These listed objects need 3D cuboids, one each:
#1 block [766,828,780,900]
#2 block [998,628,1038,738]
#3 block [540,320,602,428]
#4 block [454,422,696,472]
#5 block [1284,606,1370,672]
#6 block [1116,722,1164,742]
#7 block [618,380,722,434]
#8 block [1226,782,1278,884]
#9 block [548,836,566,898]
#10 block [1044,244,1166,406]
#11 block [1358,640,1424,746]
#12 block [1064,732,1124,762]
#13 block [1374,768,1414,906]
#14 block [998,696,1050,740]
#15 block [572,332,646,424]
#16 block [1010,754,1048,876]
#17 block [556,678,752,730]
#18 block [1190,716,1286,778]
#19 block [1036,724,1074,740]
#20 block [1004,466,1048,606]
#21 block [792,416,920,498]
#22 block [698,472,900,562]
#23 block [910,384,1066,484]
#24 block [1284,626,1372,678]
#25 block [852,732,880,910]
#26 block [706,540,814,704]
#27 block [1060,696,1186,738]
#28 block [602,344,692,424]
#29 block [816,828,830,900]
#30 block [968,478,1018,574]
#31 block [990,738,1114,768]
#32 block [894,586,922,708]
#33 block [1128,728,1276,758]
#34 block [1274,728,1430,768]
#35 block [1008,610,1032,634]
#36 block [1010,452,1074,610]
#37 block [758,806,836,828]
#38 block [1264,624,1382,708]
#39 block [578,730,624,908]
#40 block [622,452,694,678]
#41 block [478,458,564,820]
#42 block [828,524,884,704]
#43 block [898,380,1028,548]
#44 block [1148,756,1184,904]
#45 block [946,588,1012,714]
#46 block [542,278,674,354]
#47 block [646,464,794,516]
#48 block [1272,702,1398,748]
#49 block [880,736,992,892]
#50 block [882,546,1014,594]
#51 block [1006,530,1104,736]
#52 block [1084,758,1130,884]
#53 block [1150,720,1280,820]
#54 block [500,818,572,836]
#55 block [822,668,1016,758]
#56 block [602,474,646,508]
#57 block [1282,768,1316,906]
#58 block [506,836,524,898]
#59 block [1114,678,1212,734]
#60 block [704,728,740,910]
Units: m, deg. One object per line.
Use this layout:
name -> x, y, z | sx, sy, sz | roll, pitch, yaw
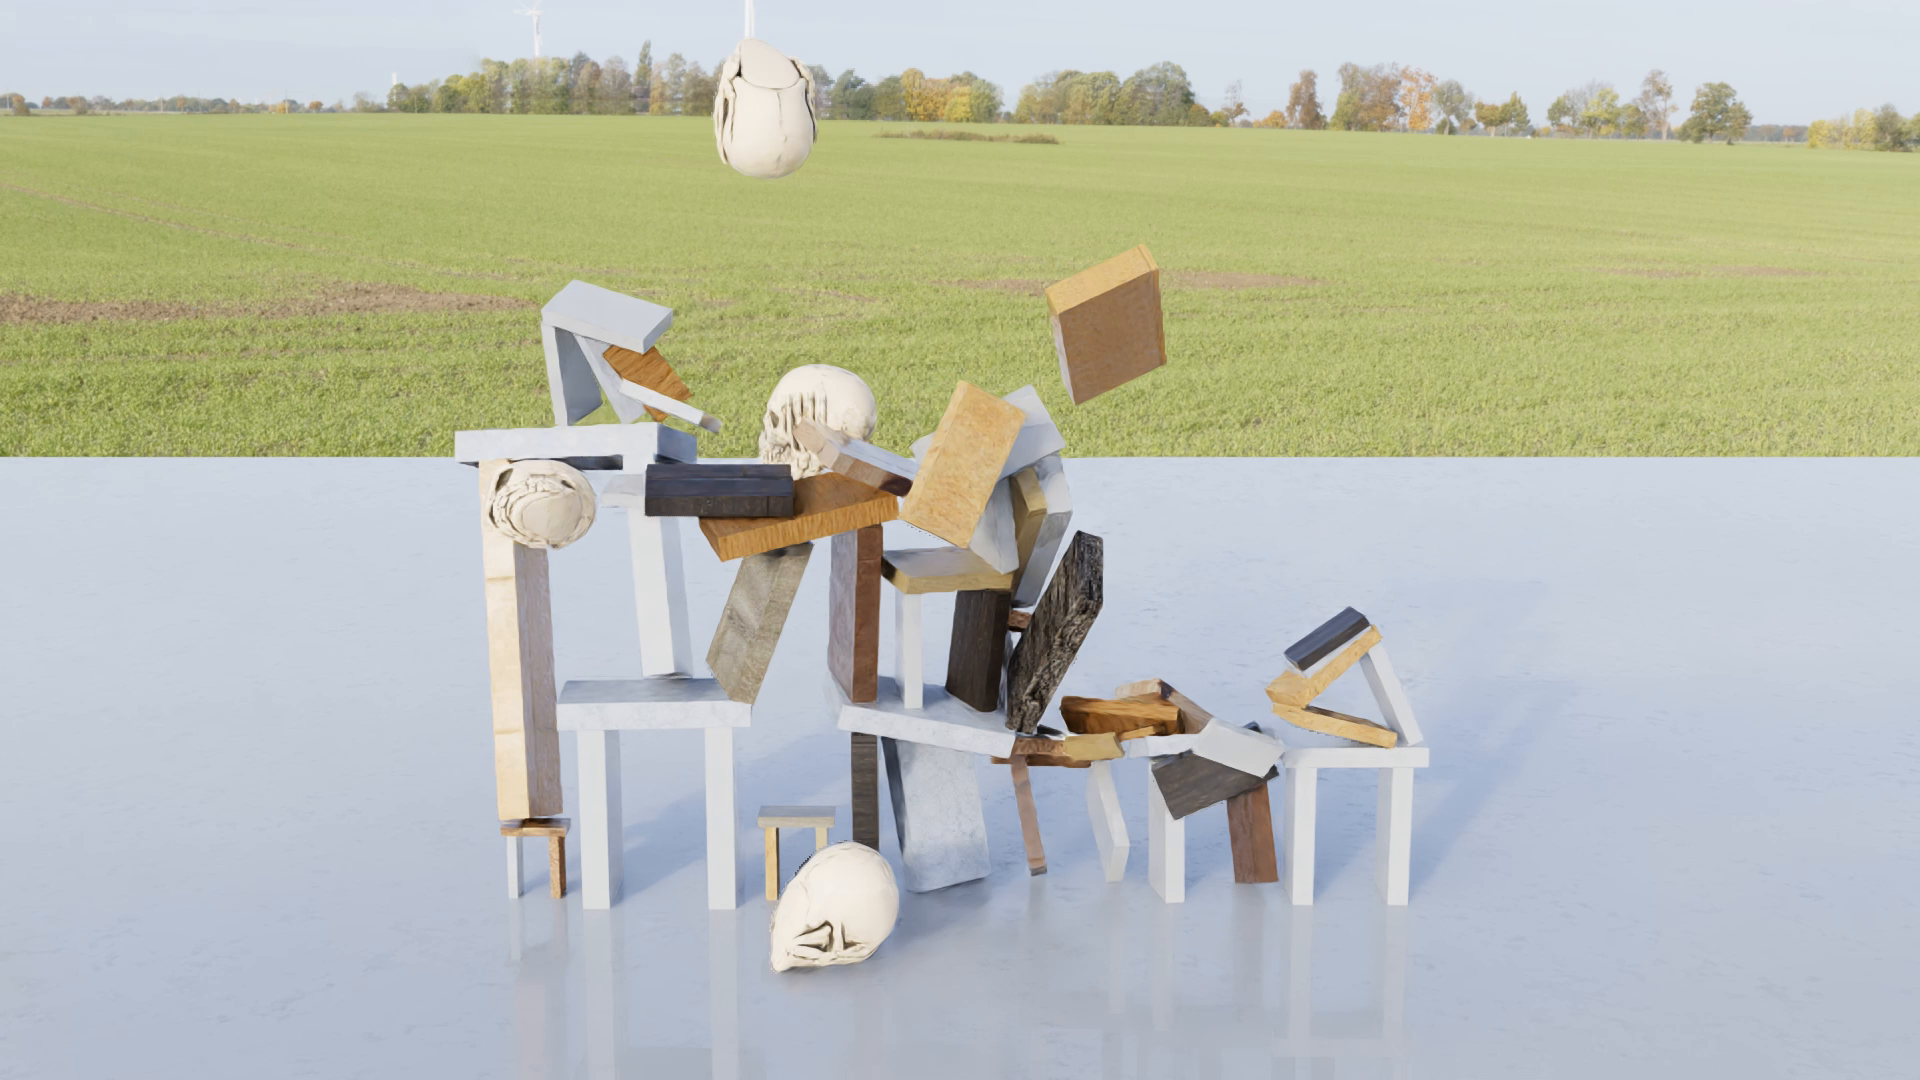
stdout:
block -> -0.312, 0.528, 3.658 | 0.018, 0.125, 0.063 | 0, 11, 0
block -> 0.087, 0.252, 3.792 | 0.027, 0.188, 0.094 | -13, -10, -12
block -> -0.636, -0.288, 3.606 | 0.026, 0.186, 0.093 | 13, 34, 26
block -> -0.646, -0.153, 3.709 | 0.359, 0.051, 0.180 | -2, -5, 14
block -> 0.586, 0.158, 3.517 | 0.132, 0.019, 0.066 | -34, 16, -3
block -> 0.292, 0.326, 3.693 | 0.094, 0.013, 0.047 | -16, -5, 27
block -> -0.437, -0.201, 3.324 | 0.145, 0.021, 0.072 | 23, -2, 20
block -> 0.485, 0.462, 3.690 | 0.031, 0.221, 0.110 | -4, -6, -16
block -> -0.670, 0.537, 3.663 | 0.015, 0.107, 0.054 | 0, 11, 1
block -> 0.221, -0.315, 3.268 | 0.157, 0.044, 0.314 | -25, -22, -2
block -> 0.697, 0.241, 3.600 | 0.026, 0.184, 0.092 | -27, 14, -4
block -> 0.225, 0.347, 3.689 | 0.094, 0.047, 0.013 | -8, 38, 29
block -> 0.720, 0.474, 3.651 | 0.033, 0.234, 0.117 | 0, 11, 0
block -> 0.090, 0.329, 3.941 | 0.188, 0.027, 0.094 | 38, 12, 27
block -> -0.554, -0.294, 3.593 | 0.093, 0.186, 0.026 | -37, 20, -31
block -> 0.116, 0.467, 3.735 | 0.027, 0.194, 0.097 | -11, -16, 1
block -> -0.496, 0.267, 3.597 | 0.309, 0.044, 0.154 | -1, 11, -4
block -> 0.435, 0.325, 3.441 | 0.132, 0.066, 0.019 | 21, 32, -21
block -> 0.180, 0.334, 3.741 | 0.094, 0.013, 0.047 | 16, -4, 12
block -> 0.080, -0.014, 3.599 | 0.031, 0.111, 0.362 | -13, -24, -15
block -> -0.110, -0.106, 3.424 | 0.328, 0.032, 0.112 | 20, 17, -46
block -> -0.253, -0.045, 3.423 | 0.287, 0.041, 0.144 | -14, 26, -15
block -> 0.045, -0.145, 3.384 | 0.222, 0.111, 0.031 | -28, -5, -26
block -> 0.592, 0.170, 3.539 | 0.135, 0.019, 0.066 | -37, 16, -12
block -> -0.156, 0.443, 3.631 | 0.042, 0.298, 0.149 | -1, 13, -2
block -> -0.323, 0.102, 3.528 | 0.041, 0.287, 0.144 | 13, 18, -29
block -> 0.278, 0.308, 3.758 | 0.202, 0.026, 0.093 | 5, -29, 17
block -> -0.509, -0.269, 3.583 | 0.072, 0.145, 0.021 | -43, 21, -15
block -> -0.228, 0.528, 3.658 | 0.018, 0.125, 0.063 | 0, 11, 0
block -> 0.041, -0.065, 3.518 | 0.031, 0.222, 0.111 | -23, 36, -23
block -> 0.160, 0.368, 3.803 | 0.194, 0.027, 0.097 | 6, -18, -28
block -> -0.084, 0.157, 3.561 | 0.029, 0.206, 0.103 | -4, 22, -9
block -> 0.404, 0.339, 3.676 | 0.220, 0.031, 0.110 | -3, -6, -12
block -> 0.644, 0.343, 3.628 | 0.234, 0.033, 0.117 | 0, 11, 0
block -> 0.101, 0.143, 3.831 | 0.094, 0.027, 0.188 | 1, -8, 41
block -> 0.116, -0.033, 3.632 | 0.044, 0.157, 0.358 | -7, -25, -13
block -> -0.270, 0.458, 3.645 | 0.125, 0.018, 0.063 | 0, 11, 0
block -> 0.586, 0.200, 3.546 | 0.184, 0.026, 0.092 | -39, 17, -18
block -> -0.595, 0.437, 3.645 | 0.044, 0.309, 0.154 | 0, 11, 0
block -> -0.496, 0.046, 3.625 | 0.051, 0.359, 0.180 | -7, -6, 3
block -> -0.733, 0.168, 3.678 | 0.051, 0.589, 0.180 | -5, -6, 7
block -> -0.169, 0.093, 3.513 | 0.041, 0.299, 0.144 | -5, 23, -19
block -> 0.004, -0.111, 3.265 | 0.112, 0.223, 0.032 | 25, -3, -31
block -> 0.342, 0.480, 3.655 | 0.031, 0.221, 0.110 | -3, 10, -10
block -> 0.029, 0.168, 3.603 | 0.029, 0.206, 0.103 | -8, 23, -37
block -> -0.563, -0.358, 3.517 | 0.186, 0.026, 0.093 | 18, 45, 17
block -> -0.369, -0.077, 3.369 | 0.223, 0.032, 0.112 | 0, 28, -7
block -> 0.608, 0.297, 3.566 | 0.184, 0.026, 0.092 | 14, 4, -24
block -> -0.041, 0.432, 3.706 | 0.149, 0.298, 0.042 | -8, -3, -35
block -> -0.027, 0.047, 3.540 | 0.206, 0.029, 0.103 | -3, 26, -36
block -> 0.152, 0.152, 3.562 | 0.044, 0.314, 0.157 | 17, 40, -11
block -> 0.251, 0.479, 3.759 | 0.027, 0.097, 0.194 | -2, 43, -10
block -> 0.412, 0.374, 3.563 | 0.186, 0.093, 0.026 | -24, 12, 2
block -> -0.704, 0.477, 3.651 | 0.107, 0.015, 0.054 | 0, 11, 0
block -> -0.069, 0.282, 3.611 | 0.298, 0.042, 0.149 | 12, 19, -18
block -> -0.438, -0.073, 3.427 | 0.227, 0.021, 0.072 | 3, 27, 6
block -> 0.563, 0.474, 3.651 | 0.033, 0.234, 0.117 | 0, 11, 0
block -> -0.740, 0.537, 3.663 | 0.015, 0.107, 0.054 | 0, 11, 0
block -> 0.359, 0.294, 3.755 | 0.093, 0.026, 0.186 | -15, -39, 42
block -> -0.393, 0.439, 3.638 | 0.044, 0.309, 0.154 | -1, 11, -3
